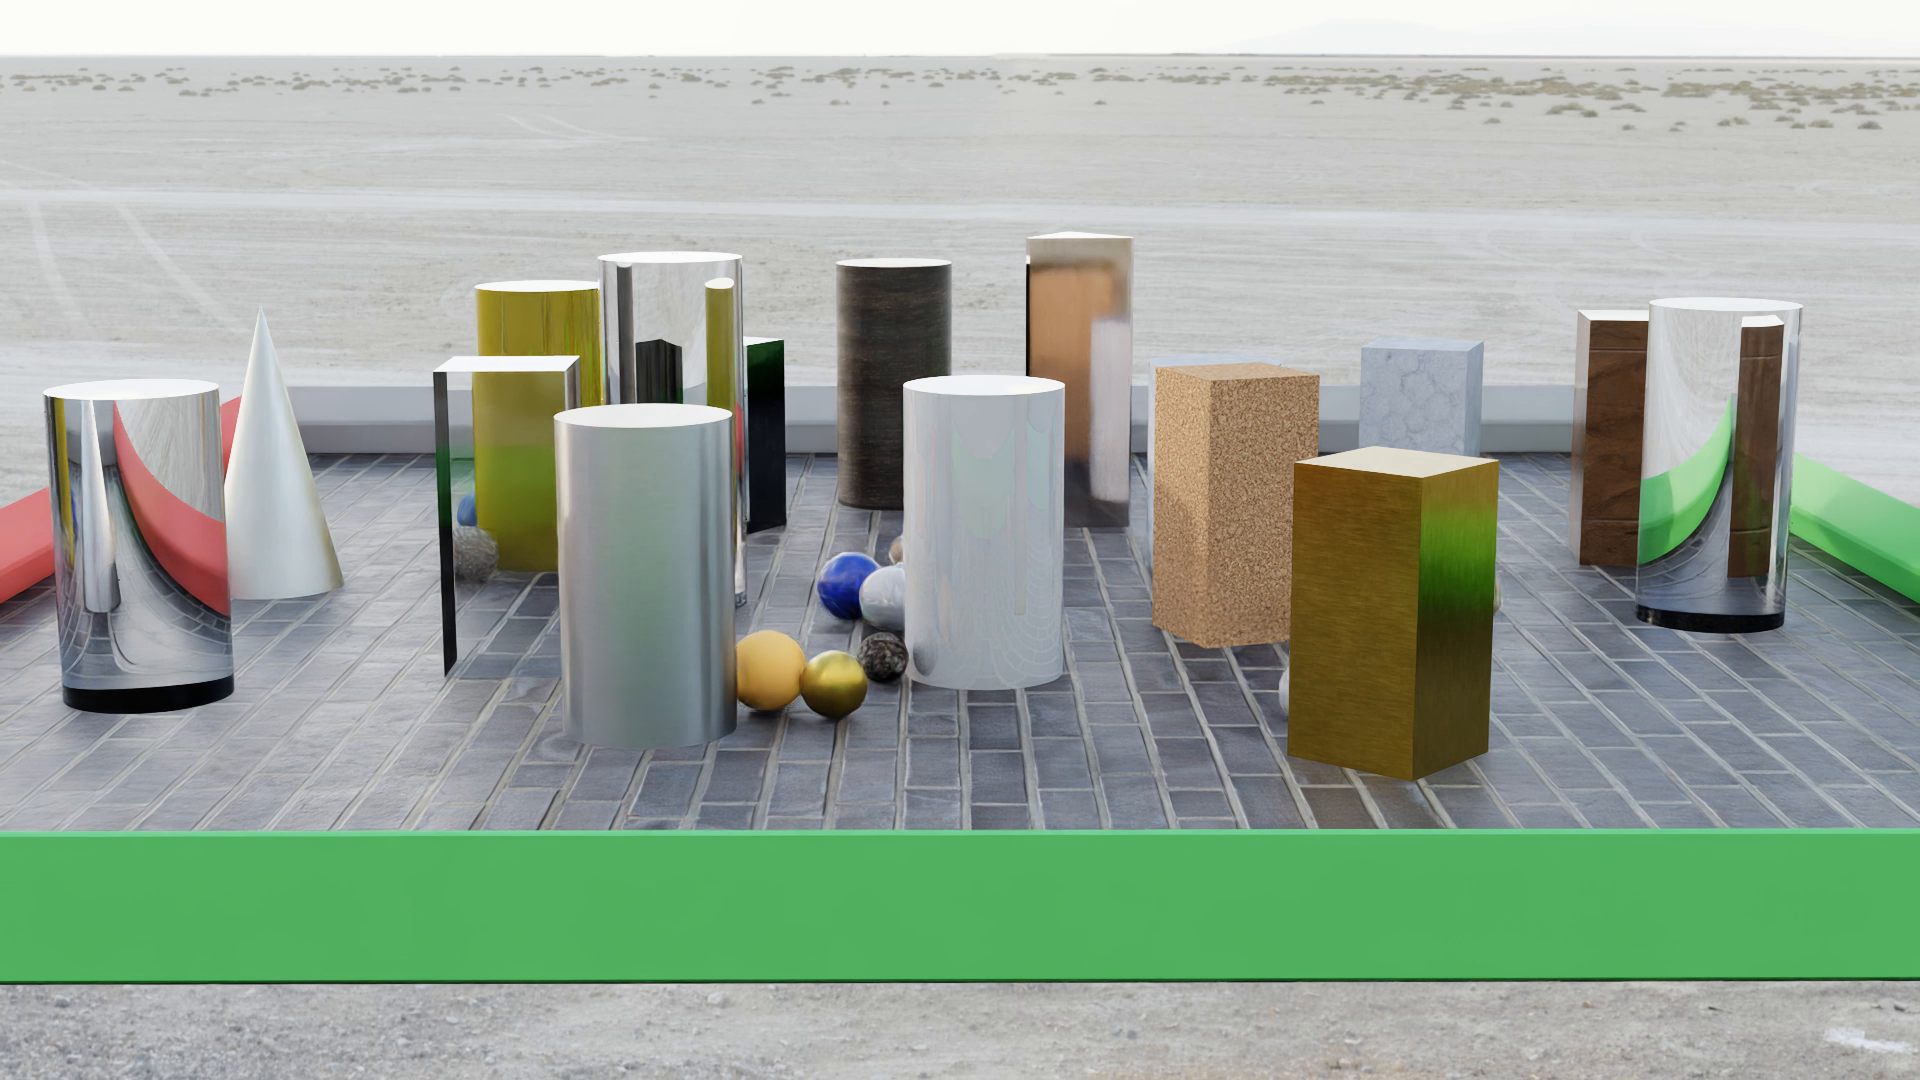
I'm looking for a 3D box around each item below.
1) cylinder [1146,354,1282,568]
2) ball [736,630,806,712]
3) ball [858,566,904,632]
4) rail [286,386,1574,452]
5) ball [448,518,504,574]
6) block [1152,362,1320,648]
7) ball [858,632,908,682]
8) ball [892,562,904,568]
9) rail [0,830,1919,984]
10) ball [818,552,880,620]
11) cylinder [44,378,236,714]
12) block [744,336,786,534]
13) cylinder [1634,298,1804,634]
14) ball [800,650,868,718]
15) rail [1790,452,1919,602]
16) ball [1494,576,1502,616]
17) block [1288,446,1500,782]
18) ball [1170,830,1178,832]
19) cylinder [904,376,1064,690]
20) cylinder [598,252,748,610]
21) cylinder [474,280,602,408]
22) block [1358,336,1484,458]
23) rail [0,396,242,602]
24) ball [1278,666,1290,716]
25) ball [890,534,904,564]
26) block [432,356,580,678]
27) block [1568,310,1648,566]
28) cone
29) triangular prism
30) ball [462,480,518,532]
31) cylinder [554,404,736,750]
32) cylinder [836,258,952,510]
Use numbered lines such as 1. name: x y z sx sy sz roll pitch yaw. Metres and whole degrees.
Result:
1. cylinder: 0.370 -0.112 3.755 0.192 0.299 0.192 0 11 0
2. ball: -0.219 0.149 2.918 0.092 0.092 0.092 0 11 0
3. ball: -0.090 0.077 3.327 0.084 0.084 0.084 0 11 0
4. rail: -0.008 -0.224 4.829 2.625 0.125 0.045 0 11 0
5. ball: -0.697 0.009 3.696 0.081 0.081 0.081 0 11 0
6. block: 0.352 -0.048 3.299 0.154 0.340 0.154 -4 11 -22
7. ball: -0.091 0.140 3.053 0.061 0.061 0.061 0 11 0
8. ball: -0.080 0.053 3.564 0.045 0.045 0.045 0 11 0
9. rail: 0.008 0.289 2.069 2.625 0.125 0.045 0 11 0
10. ball: -0.143 0.061 3.394 0.091 0.091 0.091 0 11 0
11. cylinder: -0.948 0.003 2.969 0.192 0.359 0.192 0 11 0
12. block: -0.383 -0.166 4.052 0.154 0.297 0.154 6 12 30
13. cylinder: 0.995 -0.102 3.374 0.192 0.417 0.192 0 11 0
14. ball: -0.142 0.162 2.888 0.076 0.076 0.076 0 11 0
15. rail: 1.289 0.031 3.456 0.045 0.125 2.854 0 11 0
16. ball: 0.655 0.071 3.332 0.093 0.093 0.093 0 11 0
17. block: 0.457 0.073 2.712 0.154 0.316 0.154 9 14 40
18. ball: 0.183 0.289 2.186 0.083 0.083 0.083 0 11 0
19. cylinder: 0.029 -0.013 3.081 0.192 0.350 0.192 0 11 0
20. cylinder: -0.387 -0.146 3.469 0.192 0.471 0.192 0 11 0
21. cylinder: -0.621 -0.179 3.837 0.192 0.401 0.192 0 11 0
22. block: 0.685 -0.134 3.819 0.154 0.318 0.154 4 11 20
23. rail: -1.289 0.033 3.442 0.045 0.125 2.854 0 11 0
24. ball: 0.392 0.168 2.835 0.080 0.080 0.080 0 11 0
25. ball: -0.075 0.019 3.715 0.056 0.056 0.056 0 11 0
26. block: -0.544 -0.031 3.123 0.154 0.370 0.154 0 11 -2
27. block: 0.997 -0.153 3.808 0.154 0.360 0.154 1 11 7
28. cone: -0.968 -0.132 3.588 0.192 0.399 0.192 0 11 0
29. triangular prism: 0.182 -0.259 4.107 0.167 0.458 0.144 -1 11 -5
30. ball: -0.734 -0.050 4.010 0.084 0.084 0.084 0 11 0
31. cylinder: -0.344 0.036 2.820 0.192 0.349 0.192 0 11 0
32. cylinder: -0.109 -0.263 4.287 0.192 0.400 0.192 0 11 0
